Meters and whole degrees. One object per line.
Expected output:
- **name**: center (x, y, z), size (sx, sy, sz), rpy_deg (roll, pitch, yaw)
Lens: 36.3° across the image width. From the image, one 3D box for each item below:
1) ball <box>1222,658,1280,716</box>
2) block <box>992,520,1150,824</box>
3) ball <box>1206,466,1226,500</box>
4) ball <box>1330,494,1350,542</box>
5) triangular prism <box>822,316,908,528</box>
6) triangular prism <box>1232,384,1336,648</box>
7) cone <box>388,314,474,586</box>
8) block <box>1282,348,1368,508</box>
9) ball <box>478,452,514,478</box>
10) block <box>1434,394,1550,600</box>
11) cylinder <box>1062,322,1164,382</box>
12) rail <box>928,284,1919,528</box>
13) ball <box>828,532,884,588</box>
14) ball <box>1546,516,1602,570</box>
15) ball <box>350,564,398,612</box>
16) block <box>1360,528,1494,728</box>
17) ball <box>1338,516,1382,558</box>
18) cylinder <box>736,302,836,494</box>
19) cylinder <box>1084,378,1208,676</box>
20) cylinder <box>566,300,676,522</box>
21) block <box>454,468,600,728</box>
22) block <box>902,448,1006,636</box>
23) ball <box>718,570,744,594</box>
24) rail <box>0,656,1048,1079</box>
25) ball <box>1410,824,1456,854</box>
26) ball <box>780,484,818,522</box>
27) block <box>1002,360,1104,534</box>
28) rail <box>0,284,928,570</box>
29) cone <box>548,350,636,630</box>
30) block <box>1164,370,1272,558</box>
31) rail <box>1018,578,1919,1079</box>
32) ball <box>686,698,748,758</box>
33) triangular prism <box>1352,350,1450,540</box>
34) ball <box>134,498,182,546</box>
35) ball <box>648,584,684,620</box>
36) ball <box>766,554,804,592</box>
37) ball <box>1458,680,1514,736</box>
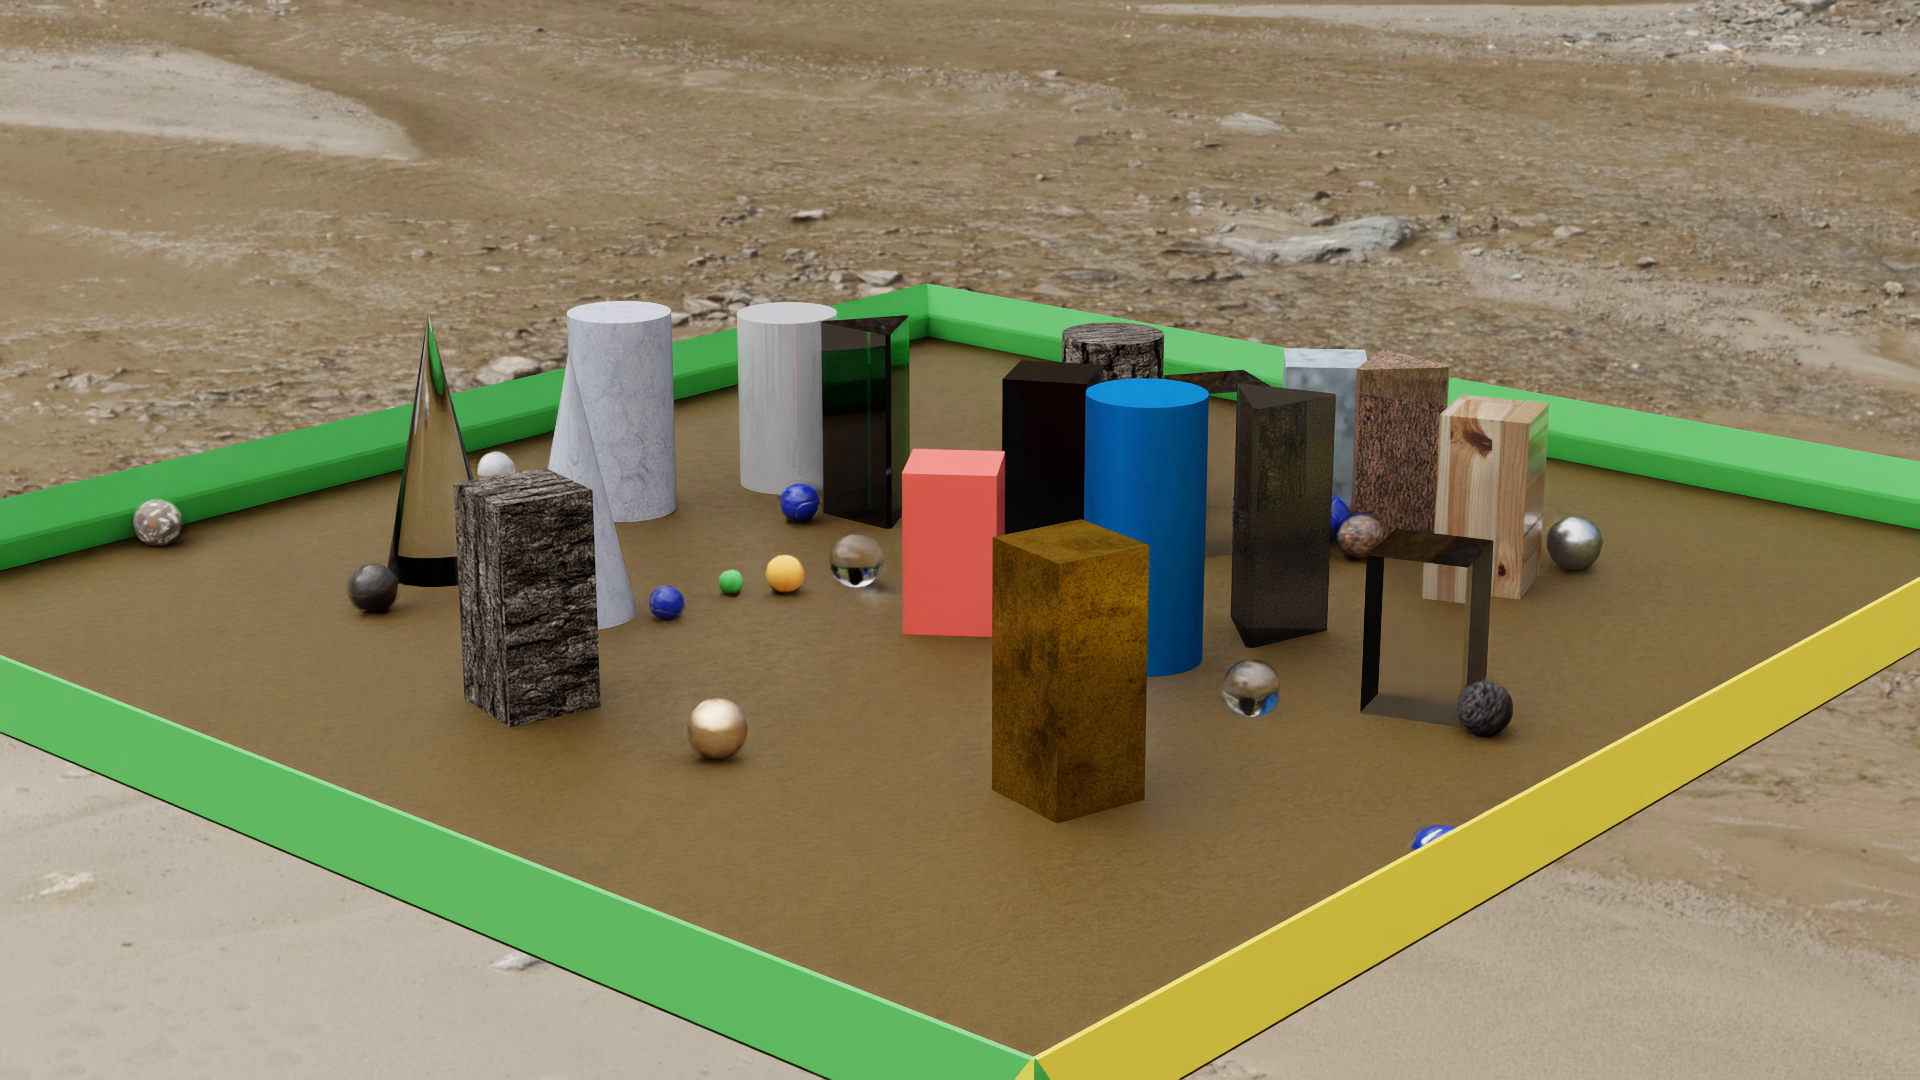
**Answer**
- **ball**: center (0.451, 0.228, 4.539), size (0.090, 0.090, 0.090), rpy_deg (0, 17, 0)
- **block**: center (0.156, 0.184, 4.177), size (0.157, 0.382, 0.157), rpy_deg (-11, 20, -33)
- **ball**: center (0.485, -0.112, 5.707), size (0.066, 0.066, 0.066), rpy_deg (0, 17, 0)
- **ball**: center (0.678, -0.041, 5.432), size (0.091, 0.091, 0.091), rpy_deg (0, 17, 0)
- **triangular prism**: center (-0.148, -0.232, 5.573), size (0.170, 0.374, 0.148), rpy_deg (14, 22, 39)
- **triangular prism**: center (0.508, -0.048, 4.903), size (0.170, 0.409, 0.148), rpy_deg (-11, 20, -32)
- **cone**: center (-0.931, -0.173, 5.202), size (0.197, 0.475, 0.197), rpy_deg (0, 17, 0)
- **block**: center (0.706, -0.218, 5.697), size (0.157, 0.276, 0.157), rpy_deg (1, 17, 4)
- **ball**: center (-0.915, -0.138, 5.784), size (0.073, 0.073, 0.073), rpy_deg (0, 17, 0)
- **block**: center (0.933, -0.077, 5.160), size (0.157, 0.316, 0.157), rpy_deg (7, 18, 22)
- **cylinder**: center (0.296, -0.246, 5.714), size (0.197, 0.320, 0.197), rpy_deg (0, 17, 0)
- **rail**: center (0.958, -0.286, 6.177), size (2.790, 0.128, 0.045), rpy_deg (14, 22, 39)
- **ball**: center (-0.183, 0.035, 5.167), size (0.097, 0.097, 0.097), rpy_deg (0, 17, 0)
- **ball**: center (1.104, 0.004, 5.266), size (0.098, 0.098, 0.098), rpy_deg (0, 17, 0)
- **ball**: center (-1.007, 0.082, 5.036), size (0.083, 0.083, 0.083), rpy_deg (0, 17, 0)
- **block**: center (0.726, 0.135, 4.561), size (0.157, 0.256, 0.157), rpy_deg (7, 18, 23)
- **ball**: center (0.727, -0.006, 5.332), size (0.080, 0.080, 0.080), rpy_deg (0, 17, 0)
- **cylinder**: center (-0.339, -0.281, 5.790), size (0.197, 0.343, 0.197), rpy_deg (0, 17, 0)
- **cylinder**: center (0.299, -0.022, 4.750), size (0.197, 0.446, 0.197), rpy_deg (0, 17, 0)
- **cylinder**: center (-0.645, -0.247, 5.602), size (0.197, 0.386, 0.197), rpy_deg (0, 17, 0)
- **block**: center (-0.671, 0.087, 4.552), size (0.157, 0.353, 0.157), rpy_deg (-11, 20, -33)
- **block**: center (-0.010, 0.004, 4.954), size (0.157, 0.280, 0.157), rpy_deg (2, 17, 6)
- **ball**: center (-0.401, 0.073, 5.135), size (0.043, 0.043, 0.043), rpy_deg (0, 17, 0)
- **rail**: center (-0.958, 0.351, 4.063), size (2.790, 0.128, 0.045), rpy_deg (14, 22, 39)
- **ball**: center (0.642, 0.420, 3.917), size (0.081, 0.081, 0.081), rpy_deg (0, 17, 0)
- **ball**: center (-0.305, -0.071, 5.557), size (0.074, 0.074, 0.074), rpy_deg (0, 17, 0)
- **block**: center (0.173, -0.168, 5.485), size (0.157, 0.301, 0.157), rpy_deg (4, 17, 14)
- **rail**: center (-1.035, -0.227, 5.981), size (0.045, 0.128, 2.971), rpy_deg (14, 22, 39)
- **cone**: center (-0.654, -0.095, 4.967), size (0.197, 0.462, 0.197), rpy_deg (0, 17, 0)
- **block**: center (0.473, -0.141, 5.390), size (0.157, 0.306, 0.157), rpy_deg (-5, 17, -16)
- **rail**: center (1.035, 0.291, 4.259), size (0.045, 0.128, 2.971), rpy_deg (14, 22, 39)
- **ball**: center (-0.361, 0.280, 4.365), size (0.090, 0.090, 0.090), rpy_deg (0, 17, 0)
- **triangular prism**: center (0.803, -0.179, 5.476), size (0.170, 0.328, 0.148), rpy_deg (-2, 17, -6)
- **ball**: center (-1.479, -0.032, 5.407), size (0.087, 0.087, 0.087), rpy_deg (0, 17, 0)
- **ball**: center (-0.501, 0.106, 4.996), size (0.059, 0.059, 0.059), rpy_deg (0, 17, 0)
- **ball**: center (-0.308, 0.059, 5.141), size (0.066, 0.066, 0.066), rpy_deg (0, 17, 0)
- **ball**: center (0.799, 0.255, 4.459), size (0.084, 0.084, 0.084), rpy_deg (0, 17, 0)
